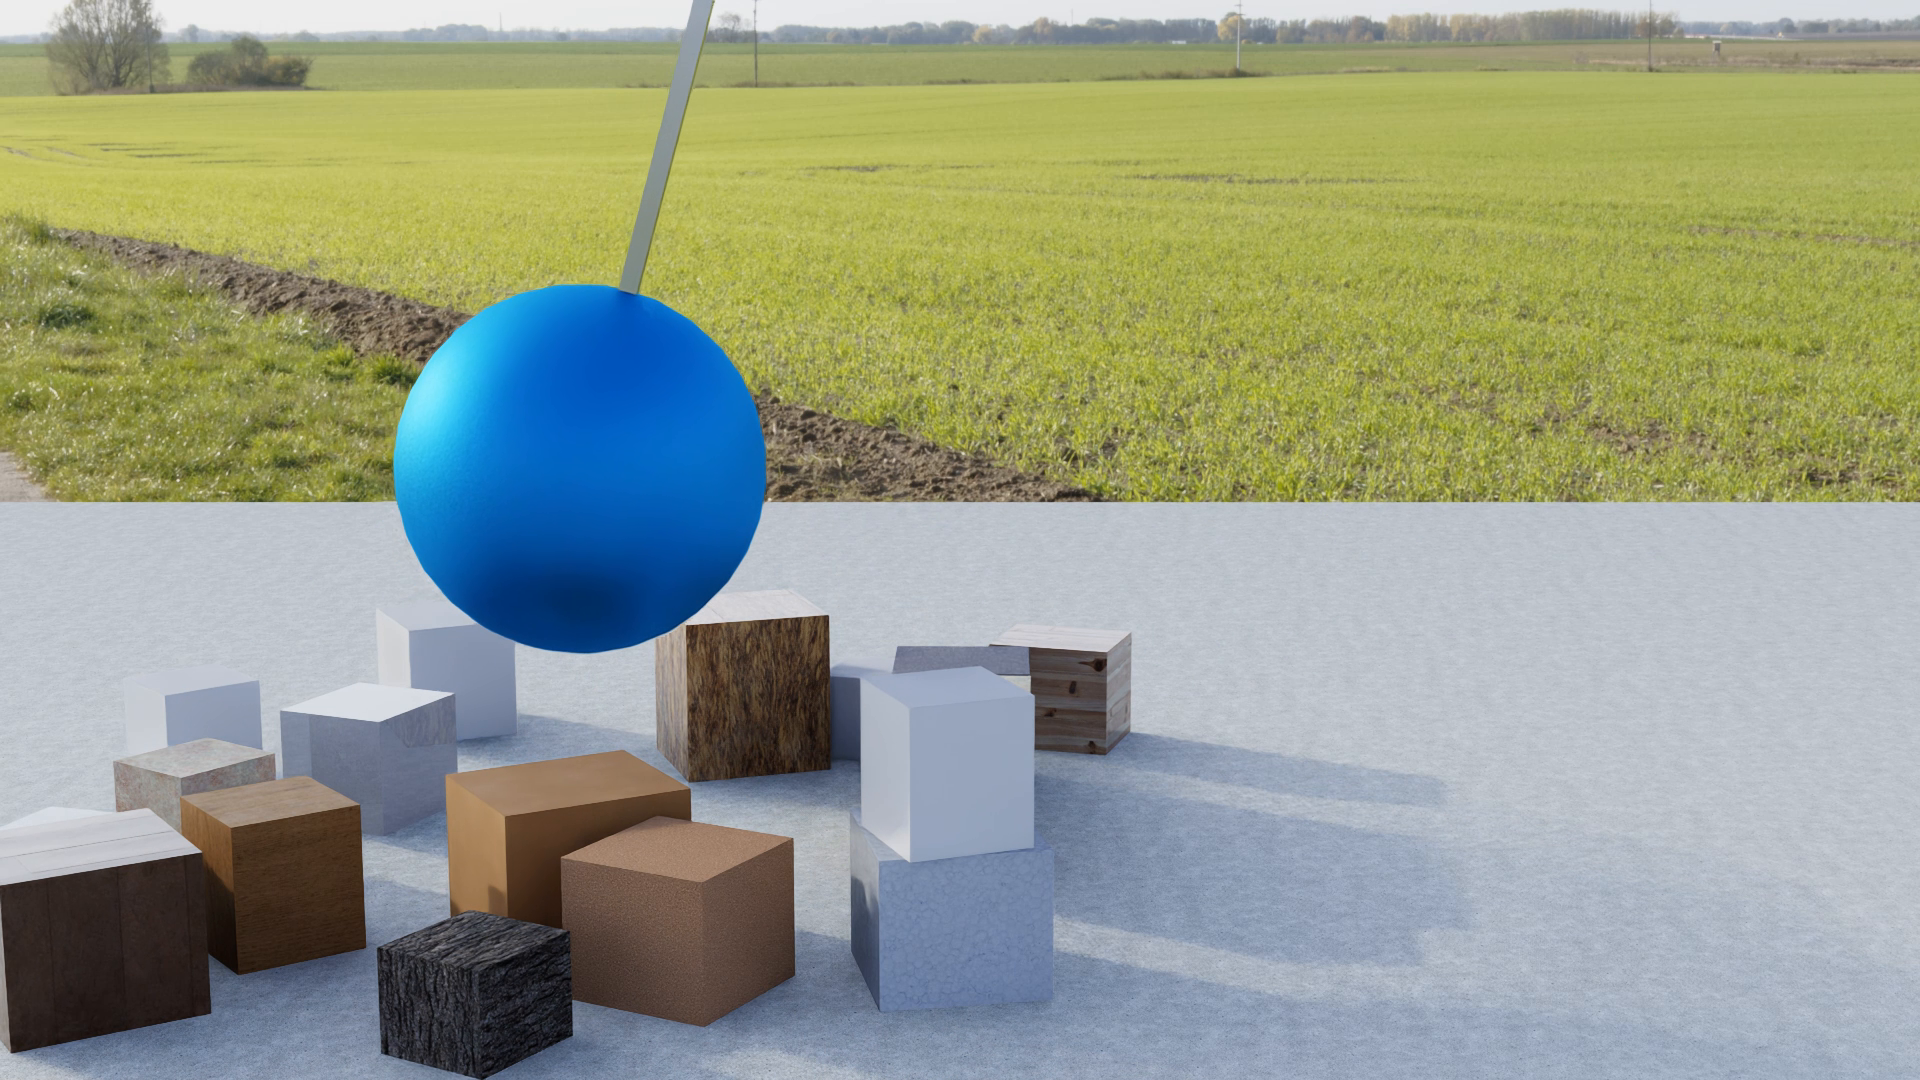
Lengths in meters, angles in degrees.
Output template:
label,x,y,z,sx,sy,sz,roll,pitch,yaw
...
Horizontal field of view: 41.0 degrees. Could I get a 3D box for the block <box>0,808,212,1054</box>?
label,x,y,z,sx,sy,sz,roll,pitch,yaw
block,-3.333,1.463,9.743,0.733,0.635,0.704,-7,12,-33

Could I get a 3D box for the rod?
label,x,y,z,sx,sy,sz,roll,pitch,yaw
rod,-0.710,-3.525,10.539,0.080,5.200,0.080,16,10,-3

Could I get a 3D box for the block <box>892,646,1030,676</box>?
label,x,y,z,sx,sy,sz,roll,pitch,yaw
block,0.010,0.914,12.706,0.663,0.656,0.608,0,10,1

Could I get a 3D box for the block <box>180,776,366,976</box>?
label,x,y,z,sx,sy,sz,roll,pitch,yaw
block,-2.796,1.352,10.441,0.539,0.605,0.551,-8,13,-36

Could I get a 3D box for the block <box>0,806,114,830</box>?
label,x,y,z,sx,sy,sz,roll,pitch,yaw
block,-3.617,1.408,10.406,0.483,0.507,0.469,3,11,17

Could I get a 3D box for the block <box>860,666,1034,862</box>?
label,x,y,z,sx,sy,sz,roll,pitch,yaw
block,-0.053,0.853,9.876,0.507,0.597,0.527,-4,11,-22

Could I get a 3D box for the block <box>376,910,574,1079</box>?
label,x,y,z,sx,sy,sz,roll,pitch,yaw
block,-1.766,1.650,9.364,0.481,0.403,0.500,6,12,31

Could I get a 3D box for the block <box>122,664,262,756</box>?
label,x,y,z,sx,sy,sz,roll,pitch,yaw
block,-3.856,0.949,12.910,0.497,0.513,0.491,-9,14,-40

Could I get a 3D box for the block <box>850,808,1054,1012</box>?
label,x,y,z,sx,sy,sz,roll,pitch,yaw
block,-0.042,1.423,10.073,0.674,0.596,0.698,-2,11,-11

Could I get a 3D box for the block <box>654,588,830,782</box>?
label,x,y,z,sx,sy,sz,roll,pitch,yaw
block,-1.129,0.739,13.246,0.743,0.808,0.704,-4,11,-19

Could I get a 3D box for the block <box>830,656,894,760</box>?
label,x,y,z,sx,sy,sz,roll,pitch,yaw
block,-0.408,0.886,13.466,0.522,0.438,0.485,3,11,14

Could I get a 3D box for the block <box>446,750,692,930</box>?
label,x,y,z,sx,sy,sz,roll,pitch,yaw
block,-1.615,1.306,10.597,0.795,0.638,0.703,-6,12,-30

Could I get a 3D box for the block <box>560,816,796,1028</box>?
label,x,y,z,sx,sy,sz,roll,pitch,yaw
block,-1.086,1.463,9.945,0.646,0.563,0.639,6,12,28

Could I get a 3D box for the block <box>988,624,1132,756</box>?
label,x,y,z,sx,sy,sz,roll,pitch,yaw
block,0.537,0.790,13.679,0.640,0.552,0.528,3,11,17

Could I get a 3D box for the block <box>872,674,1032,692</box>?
label,x,y,z,sx,sy,sz,roll,pitch,yaw
block,-0.054,1.030,12.073,0.761,0.654,0.659,0,10,3

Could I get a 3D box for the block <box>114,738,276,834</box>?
label,x,y,z,sx,sy,sz,roll,pitch,yaw
block,-3.421,1.213,11.509,0.475,0.495,0.510,7,13,35

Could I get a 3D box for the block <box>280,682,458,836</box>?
label,x,y,z,sx,sy,sz,roll,pitch,yaw
block,-2.823,1.042,12.296,0.565,0.550,0.610,4,11,23

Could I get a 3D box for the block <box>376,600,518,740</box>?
label,x,y,z,sx,sy,sz,roll,pitch,yaw
block,-2.794,0.706,13.944,0.571,0.622,0.669,-5,12,-27

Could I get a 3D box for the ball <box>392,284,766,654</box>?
label,x,y,z,sx,sy,sz,roll,pitch,yaw
ball,-1.639,-0.307,11.124,1.600,1.600,1.600,0,10,0
